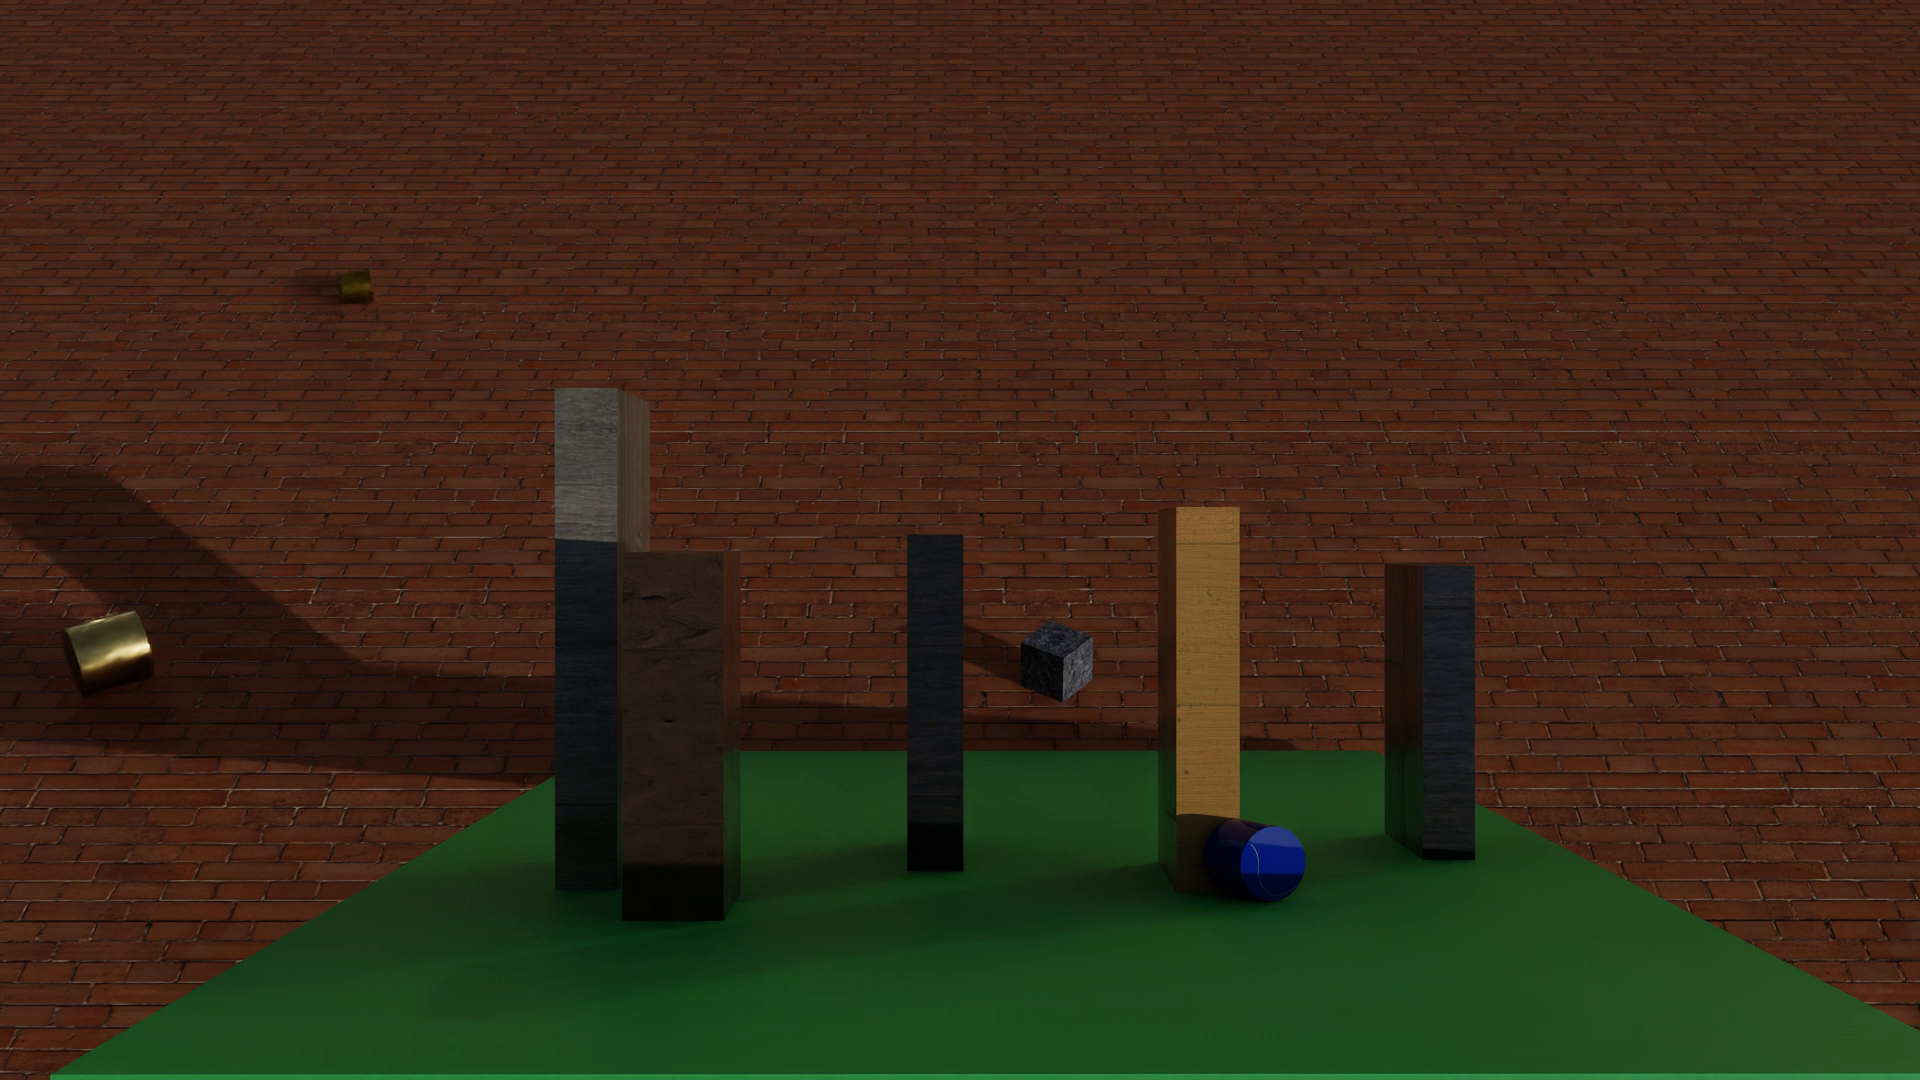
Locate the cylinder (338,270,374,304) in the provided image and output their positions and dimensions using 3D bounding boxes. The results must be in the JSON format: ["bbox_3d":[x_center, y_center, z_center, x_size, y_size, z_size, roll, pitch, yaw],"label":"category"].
[{"bbox_3d":[-2.158,-0.902,9.242,0.109,0.109,0.109,-8,31,-14],"label":"cylinder"}]

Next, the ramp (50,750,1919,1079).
[{"bbox_3d":[0.067,0.594,4.650,2.000,0.100,4.000,0,0,0],"label":"ramp"}]

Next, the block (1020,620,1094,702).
[{"bbox_3d":[0.264,0.330,7.053,0.141,0.141,0.141,20,36,31],"label":"block"}]

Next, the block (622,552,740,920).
[{"bbox_3d":[-0.412,0.282,3.856,0.145,0.528,0.293,0,0,0],"label":"block"}]

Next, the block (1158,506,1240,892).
[{"bbox_3d":[0.384,0.247,4.190,0.098,0.596,0.371,0,0,0],"label":"block"}]

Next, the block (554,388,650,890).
[{"bbox_3d":[-0.584,0.154,4.250,0.097,0.783,0.429,0,0,0],"label":"block"}]

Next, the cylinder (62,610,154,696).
[{"bbox_3d":[-2.320,0.307,7.046,0.189,0.189,0.189,-17,34,-27],"label":"cylinder"}]

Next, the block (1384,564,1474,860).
[{"bbox_3d":[0.832,0.294,4.601,0.089,0.500,0.389,0,0,0],"label":"block"}]

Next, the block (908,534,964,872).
[{"bbox_3d":[-0.041,0.268,4.471,0.092,0.554,0.427,0,0,0],"label":"block"}]
